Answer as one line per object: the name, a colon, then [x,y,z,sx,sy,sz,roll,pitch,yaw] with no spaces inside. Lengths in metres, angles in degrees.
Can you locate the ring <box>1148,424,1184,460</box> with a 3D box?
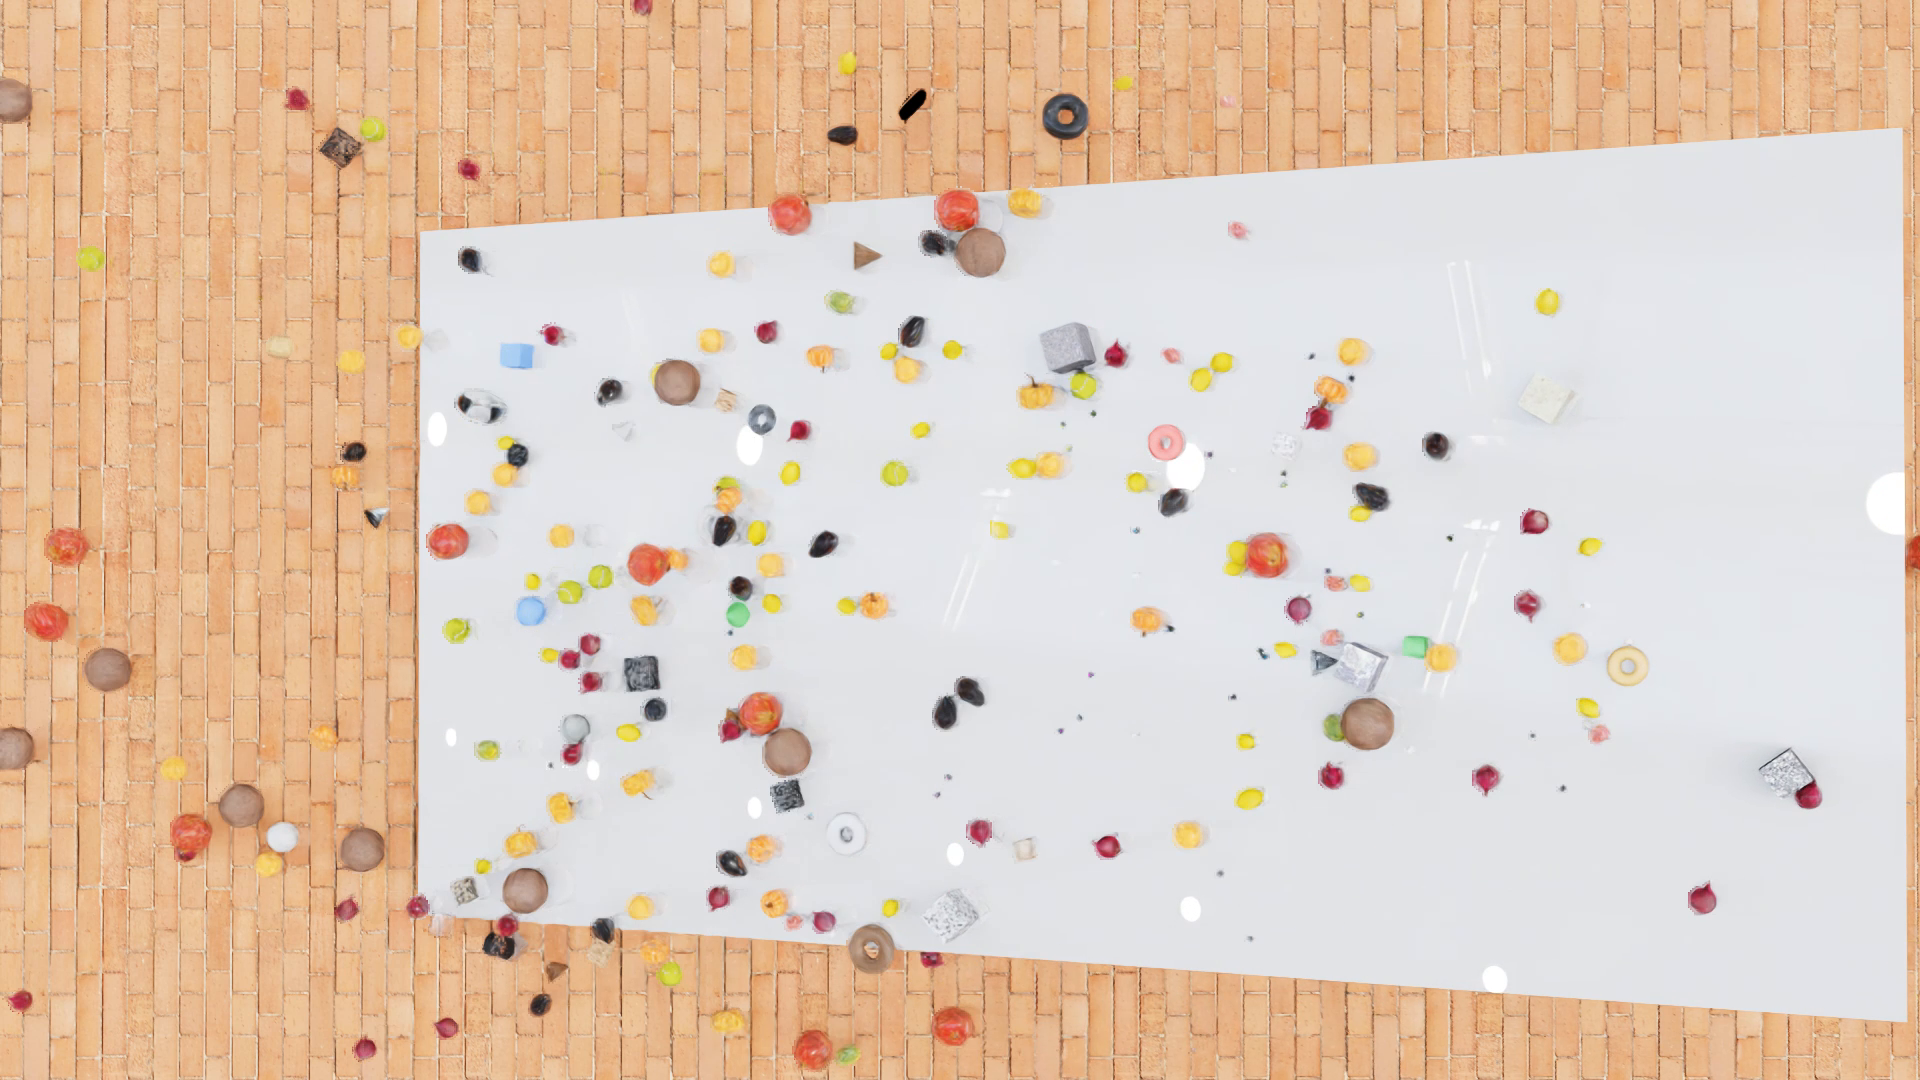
ring: [0.520,-0.247,5.562,0.093,0.031,0.093,0,90,21]

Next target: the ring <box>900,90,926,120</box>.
ring: [-0.139,-1.286,6.501,0.036,0.107,0.107,42,89,-4]

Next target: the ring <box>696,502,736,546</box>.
ring: [-0.673,-0.042,6.047,0.121,0.040,0.121,-1,87,22]

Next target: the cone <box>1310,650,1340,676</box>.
cone: [0.900,0.299,5.398,0.067,0.067,0.067,-4,89,-4]

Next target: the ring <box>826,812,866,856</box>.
ring: [-0.303,0.787,5.885,0.116,0.039,0.116,0,89,21]

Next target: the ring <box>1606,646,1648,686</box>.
ring: [1.556,0.295,5.127,0.095,0.032,0.095,0,90,22]

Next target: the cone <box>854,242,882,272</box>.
cone: [-0.243,-0.759,5.880,0.083,0.083,0.083,0,89,-4]

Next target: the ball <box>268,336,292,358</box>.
ball: [-2.012,-0.572,6.512,0.066,0.066,0.066,0,89,0]

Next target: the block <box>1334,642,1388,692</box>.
block: [0.972,0.307,5.336,0.089,0.089,0.089,25,99,21]

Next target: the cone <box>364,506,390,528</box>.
cone: [-1.711,-0.079,6.500,0.067,0.067,0.067,-36,89,-6]

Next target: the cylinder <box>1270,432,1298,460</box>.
cylinder: [0.801,-0.233,5.431,0.054,0.054,0.054,16,97,0]

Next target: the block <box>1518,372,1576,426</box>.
block: [1.380,-0.332,5.175,0.091,0.091,0.091,33,102,19]

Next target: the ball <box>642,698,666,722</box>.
ball: [-0.846,0.472,6.098,0.066,0.066,0.066,0,89,0]

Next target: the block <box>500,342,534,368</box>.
block: [-1.266,-0.528,6.284,0.066,0.066,0.066,2,90,22]

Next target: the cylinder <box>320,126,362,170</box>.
cylinder: [-1.832,-1.160,6.507,0.090,0.090,0.090,36,89,0]

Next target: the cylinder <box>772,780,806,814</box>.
cylinder: [-0.463,0.692,5.933,0.072,0.072,0.072,-19,81,0]

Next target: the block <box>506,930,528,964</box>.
block: [-1.316,1.196,6.471,0.064,0.064,0.064,43,62,9]

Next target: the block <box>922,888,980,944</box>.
block: [-0.023,0.982,5.737,0.094,0.094,0.094,-45,74,16]

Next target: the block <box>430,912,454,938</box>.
block: [-1.492,1.110,6.343,0.059,0.059,0.059,12,81,-10]

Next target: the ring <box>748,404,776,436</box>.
ring: [-0.541,-0.328,6.002,0.088,0.029,0.088,-2,85,25]

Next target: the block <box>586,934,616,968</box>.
block: [-1.015,1.162,6.220,0.059,0.059,0.059,26,51,2]

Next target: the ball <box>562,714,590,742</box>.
ball: [-1.081,0.530,6.187,0.080,0.080,0.080,0,89,0]

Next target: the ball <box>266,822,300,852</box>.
ball: [-1.995,0.875,6.480,0.093,0.093,0.093,0,89,0]

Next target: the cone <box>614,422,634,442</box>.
cone: [-0.931,-0.314,6.155,0.055,0.055,0.055,-42,89,3]

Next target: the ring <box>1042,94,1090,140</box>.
ring: [0.313,-1.256,6.525,0.143,0.048,0.143,0,82,-2]

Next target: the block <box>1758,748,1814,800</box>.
block: [1.866,0.529,4.968,0.082,0.082,0.082,-39,76,17]

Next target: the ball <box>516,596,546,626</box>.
ball: [-1.219,0.204,6.245,0.085,0.085,0.085,0,89,0]

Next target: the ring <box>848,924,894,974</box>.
ring: [-0.234,1.089,5.850,0.134,0.045,0.134,0,90,24]

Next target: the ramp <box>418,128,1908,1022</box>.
ramp: [0.283,0.086,5.726,4.000,0.100,2.000,0,89,22]

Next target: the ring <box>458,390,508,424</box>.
ring: [-1.360,-0.380,6.263,0.145,0.145,0.048,22,113,0]

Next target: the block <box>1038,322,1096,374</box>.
block: [0.276,-0.491,5.628,0.100,0.100,0.100,-18,83,21]

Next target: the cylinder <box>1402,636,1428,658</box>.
cylinder: [1.098,0.257,5.306,0.051,0.051,0.051,4,89,22]

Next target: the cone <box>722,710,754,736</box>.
cone: [-0.604,0.505,6.014,0.079,0.079,0.079,9,89,-4]

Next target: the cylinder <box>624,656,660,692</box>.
cylinder: [-0.882,0.372,6.098,0.092,0.092,0.092,-6,85,0]

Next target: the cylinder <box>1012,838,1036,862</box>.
cylinder: [0.166,0.801,5.683,0.051,0.051,0.051,-12,84,0]

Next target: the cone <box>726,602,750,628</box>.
cone: [-0.623,0.205,6.006,0.072,0.072,0.072,0,89,22]

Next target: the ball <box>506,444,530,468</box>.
ball: [-1.263,-0.240,6.280,0.065,0.065,0.065,0,89,0]
